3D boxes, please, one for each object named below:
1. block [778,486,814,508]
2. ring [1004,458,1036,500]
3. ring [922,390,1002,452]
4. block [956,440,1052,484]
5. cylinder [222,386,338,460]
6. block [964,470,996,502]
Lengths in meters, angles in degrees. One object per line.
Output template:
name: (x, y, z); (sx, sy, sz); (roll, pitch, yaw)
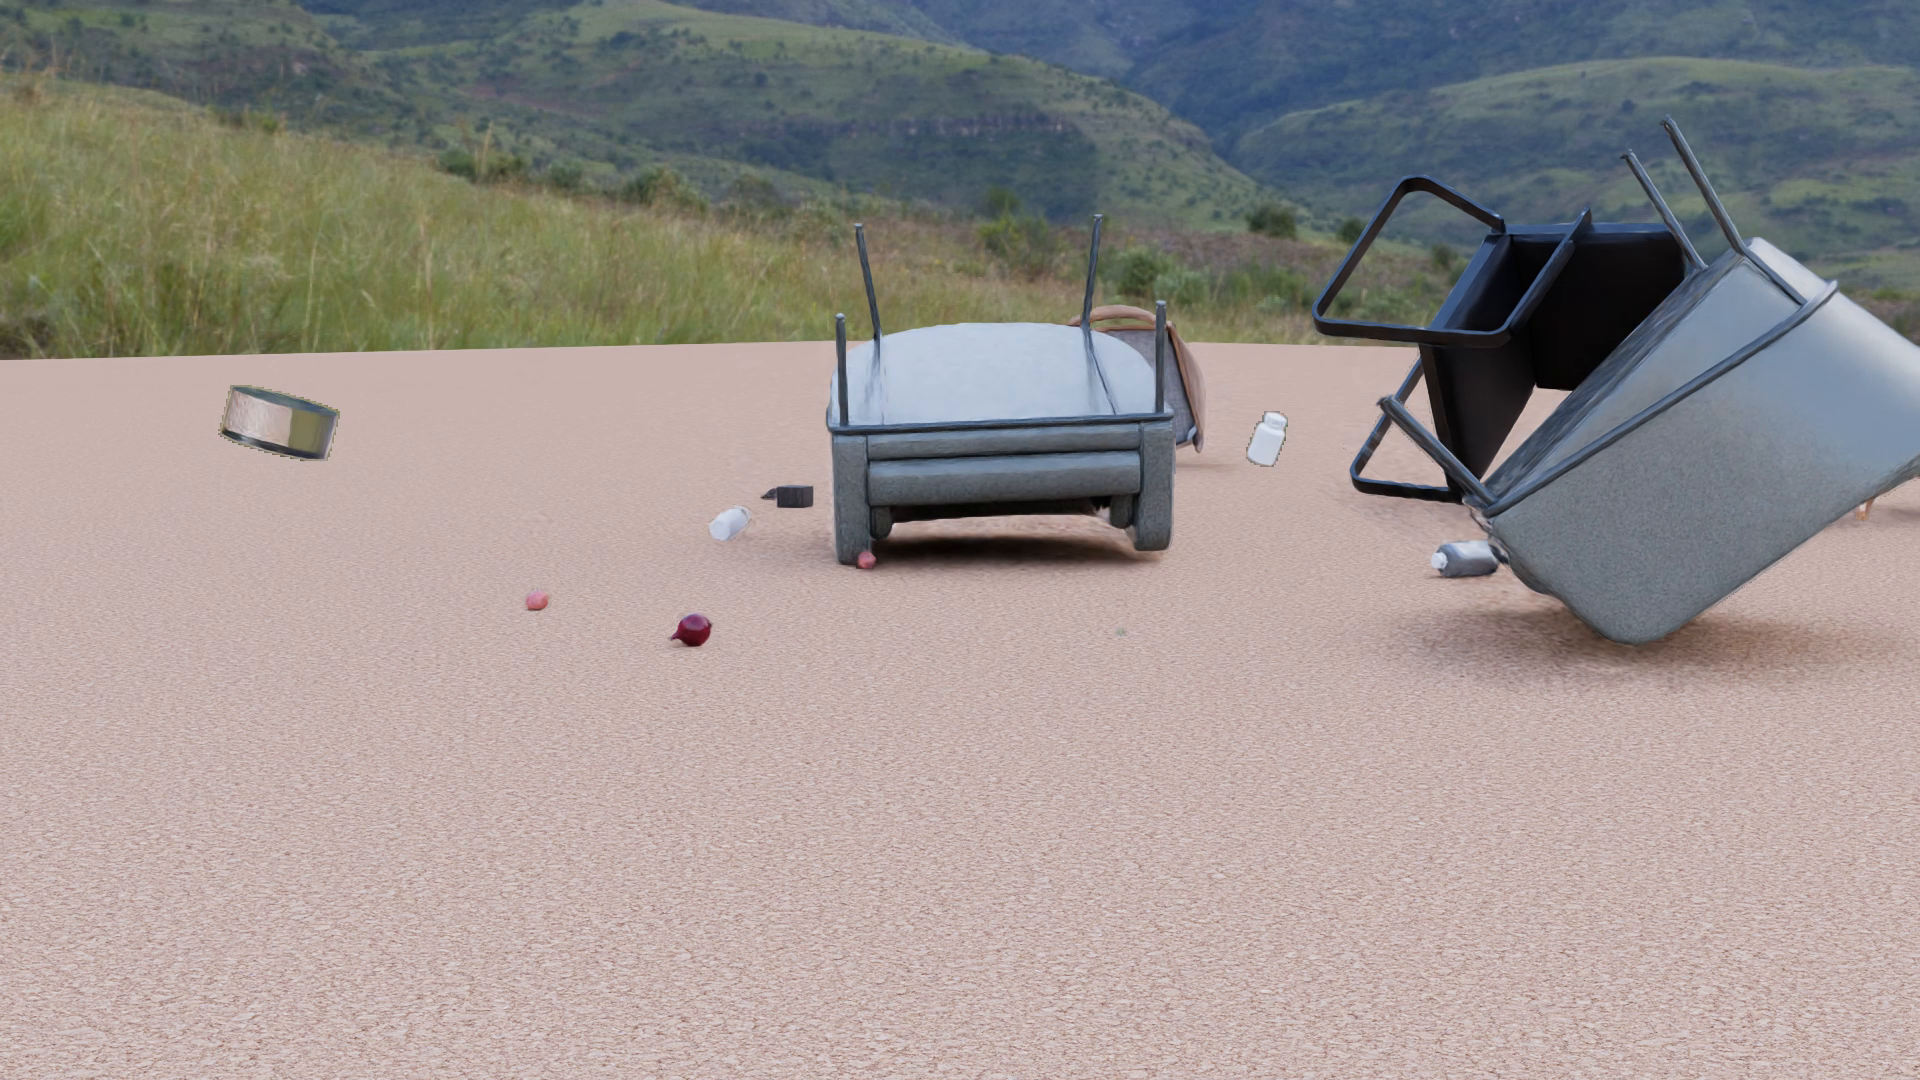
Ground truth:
block: (-0.471, -0.124, 7.336); (0.079, 0.058, 0.075); (2, 6, 22)
ring: (0.175, -0.182, 7.596); (0.028, 0.120, 0.149); (5, 23, -37)
ring: (0.005, -0.337, 7.335); (0.186, 0.097, 0.281); (30, -37, -27)
block: (0.143, -0.255, 8.284); (0.286, 0.123, 0.187); (1, 6, 10)
cylinder: (-1.907, -0.328, 7.194); (0.295, 0.129, 0.300); (16, 5, 3)
block: (0.061, -0.159, 7.562); (0.055, 0.081, 0.125); (-2, 6, -20)
